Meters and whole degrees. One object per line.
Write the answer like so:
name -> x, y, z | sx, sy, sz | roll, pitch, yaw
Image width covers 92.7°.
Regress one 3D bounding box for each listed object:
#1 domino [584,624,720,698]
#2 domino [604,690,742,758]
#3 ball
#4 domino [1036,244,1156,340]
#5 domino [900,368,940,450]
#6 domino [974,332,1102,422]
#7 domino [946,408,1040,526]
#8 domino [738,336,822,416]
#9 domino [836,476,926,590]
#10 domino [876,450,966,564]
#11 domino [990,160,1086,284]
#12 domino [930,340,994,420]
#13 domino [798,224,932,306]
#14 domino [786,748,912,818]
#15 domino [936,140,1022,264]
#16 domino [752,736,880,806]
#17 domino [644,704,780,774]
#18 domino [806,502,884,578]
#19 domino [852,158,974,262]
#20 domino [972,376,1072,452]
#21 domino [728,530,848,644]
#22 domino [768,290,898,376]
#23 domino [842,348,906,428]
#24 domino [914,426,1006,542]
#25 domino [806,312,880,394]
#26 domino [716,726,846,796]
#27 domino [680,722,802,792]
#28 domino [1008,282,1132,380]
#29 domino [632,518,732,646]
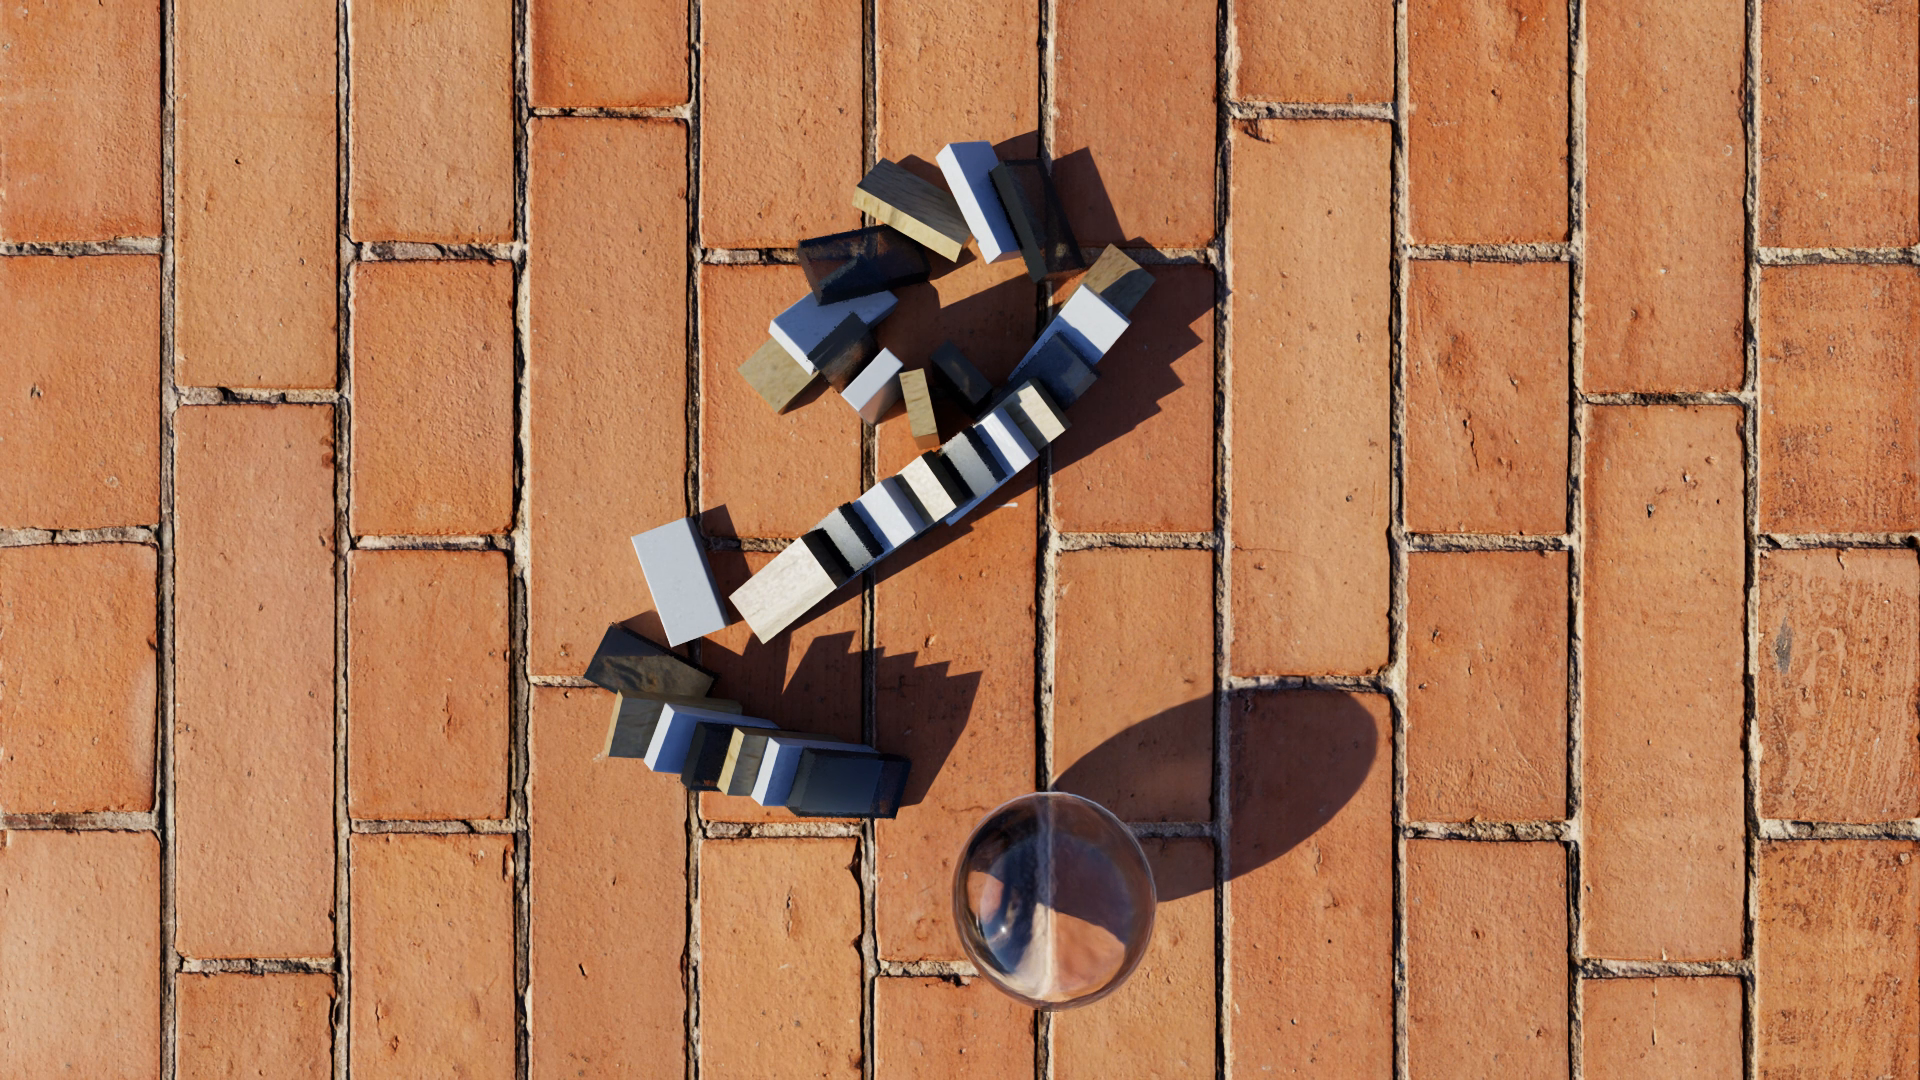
domino -> -0.133, 0.059, 0.395 | 0.050, 0.010, 0.025 | 27, 90, 0
domino -> -0.119, 0.078, 0.382 | 0.050, 0.009, 0.025 | 12, 95, -32
ball -> 0.036, 0.140, 0.360 | 0.080, 0.080, 0.080 | 0, 90, 0
domino -> 0.058, -0.099, 0.395 | 0.025, 0.010, 0.050 | 38, 90, 0
domino -> -0.016, -0.052, 0.375 | 0.009, 0.050, 0.025 | -13, 90, 0
domino -> 0.032, -0.060, 0.385 | 0.025, 0.010, 0.050 | 45, 116, 0
domino -> 0.006, -0.030, 0.382 | 0.050, 0.010, 0.025 | -38, 89, 34
domino -> -0.068, -0.080, 0.395 | 0.050, 0.009, 0.025 | -43, 90, 0
domino -> -0.040, -0.002, 0.383 | 0.050, 0.009, 0.025 | -35, 91, 32
domino -> -0.024, -0.013, 0.382 | 0.050, 0.009, 0.025 | -34, 91, 34
domino -> 0.033, -0.135, 0.388 | 0.025, 0.010, 0.050 | -22, 90, -40
domino -> 0.001, -0.064, 0.375 | 0.010, 0.050, 0.025 | -43, 90, 0
domino -> -0.040, -0.117, 0.384 | 0.050, 0.009, 0.025 | -20, 81, -23
domino -> -0.045, 0.101, 0.380 | 0.050, 0.010, 0.025 | 16, 90, -41
domino -> 0.012, -0.143, 0.388 | 0.025, 0.010, 0.050 | -26, 90, -40
domino -> -0.059, 0.097, 0.380 | 0.050, 0.010, 0.025 | 16, 90, -41
domino -> -0.102, 0.085, 0.380 | 0.050, 0.010, 0.025 | 21, 90, -41
domino -> -0.057, 0.009, 0.383 | 0.050, 0.010, 0.025 | -36, 90, 30
domino -> -0.017, -0.140, 0.389 | 0.050, 0.009, 0.025 | 29, 55, 0
domino -> 0.019, -0.043, 0.383 | 0.050, 0.009, 0.025 | -37, 90, 31
domino -> -0.072, 0.020, 0.383 | 0.050, 0.010, 0.025 | -36, 90, 30
domino -> -0.052, -0.094, 0.383 | 0.025, 0.009, 0.050 | 46, 66, 0
domino -> -0.034, -0.061, 0.375 | 0.009, 0.050, 0.025 | 44, 90, 0
domino -> -0.007, -0.023, 0.381 | 0.050, 0.009, 0.025 | -35, 91, 34
domino -> -0.047, -0.075, 0.375 | 0.025, 0.050, 0.010 | -44, 90, 0
domino -> -0.073, 0.093, 0.380 | 0.050, 0.009, 0.025 | 16, 90, -41
domino -> -0.088, 0.091, 0.380 | 0.050, 0.010, 0.025 | 16, 90, -41
domino -> 0.045, -0.079, 0.385 | 0.025, 0.010, 0.050 | 40, 116, -1
domino -> -0.120, 0.018, 0.395 | 0.025, 0.009, 0.050 | -20, 90, 0
